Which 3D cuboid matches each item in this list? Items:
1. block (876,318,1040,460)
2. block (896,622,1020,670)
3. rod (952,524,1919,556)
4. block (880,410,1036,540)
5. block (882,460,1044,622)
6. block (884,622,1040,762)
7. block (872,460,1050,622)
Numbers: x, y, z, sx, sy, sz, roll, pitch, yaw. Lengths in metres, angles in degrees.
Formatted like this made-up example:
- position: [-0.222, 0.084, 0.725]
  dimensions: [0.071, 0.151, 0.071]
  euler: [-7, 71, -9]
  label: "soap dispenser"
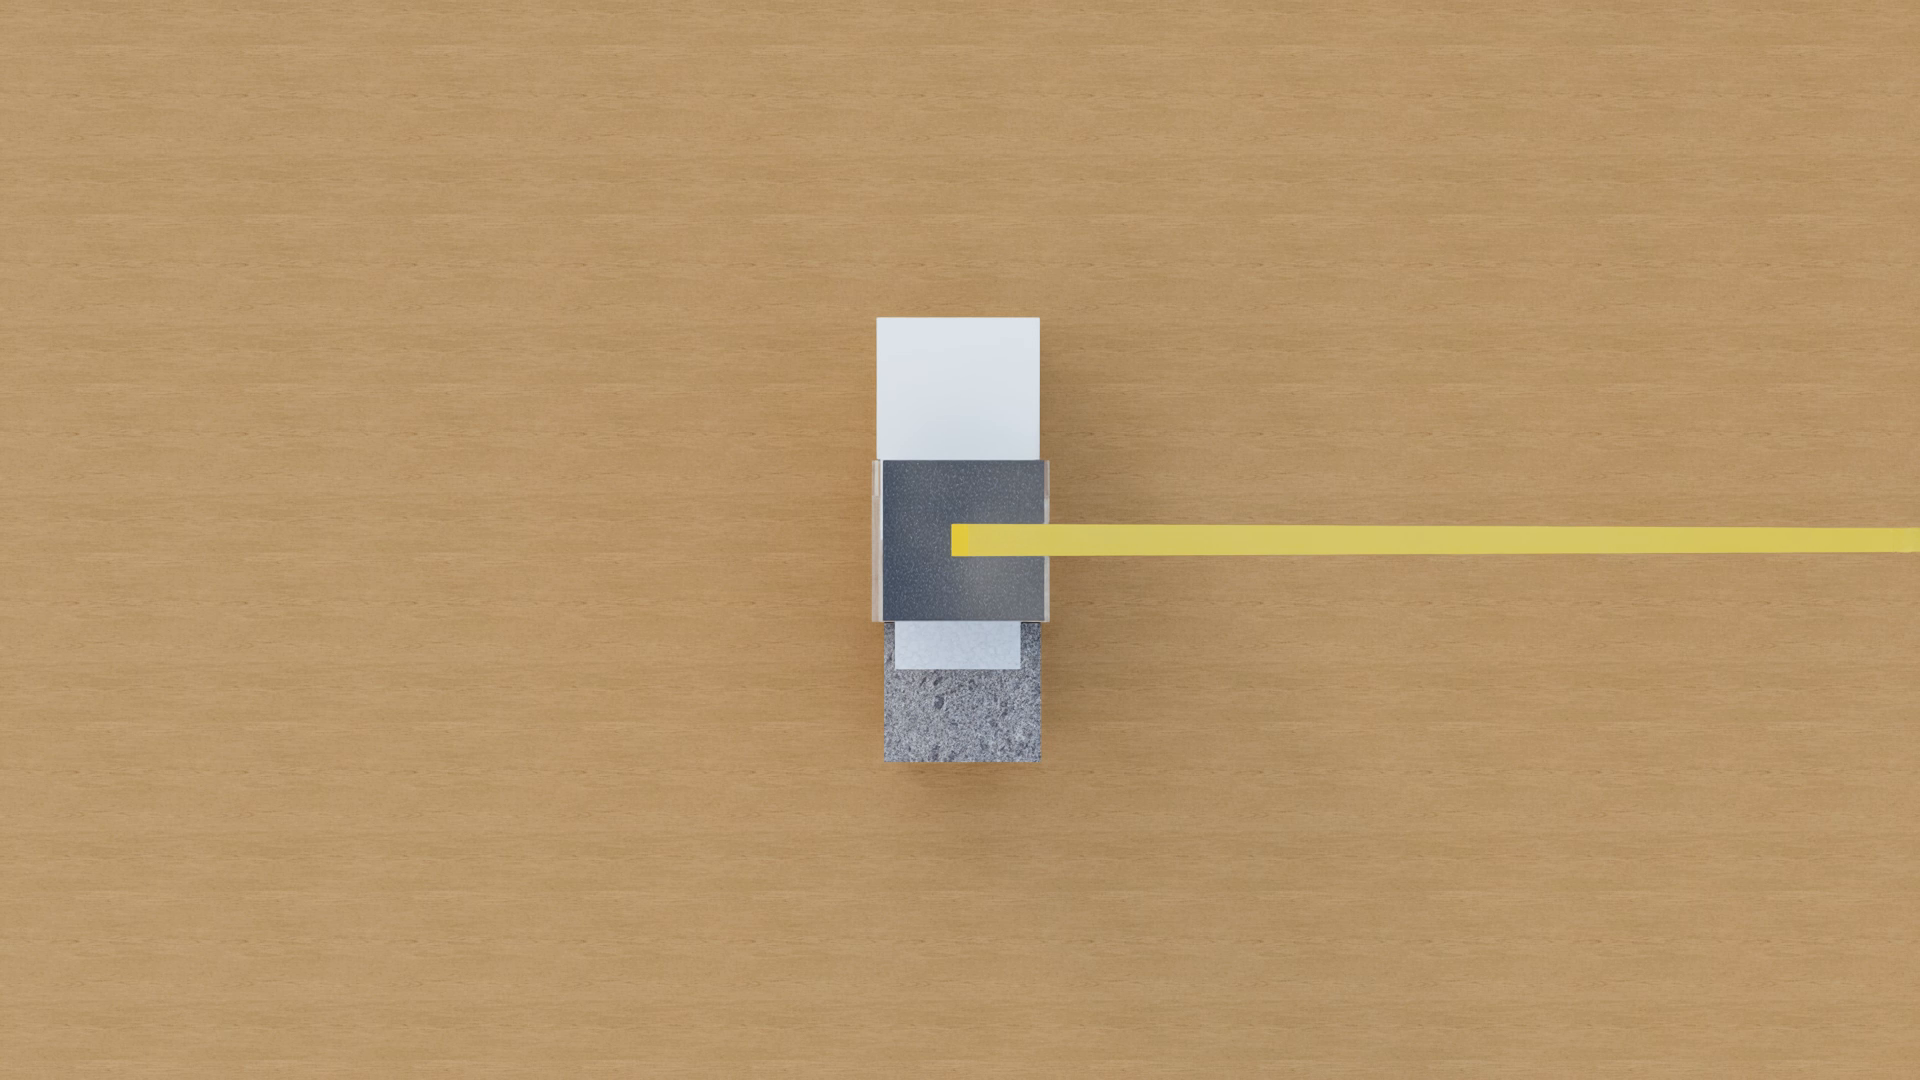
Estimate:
- position: [-0.010, -0.834, 12.549]
  dimensions: [0.894, 0.902, 0.778]
  euler: [0, 90, 0]
  label: "block"
- position: [-0.011, 0.334, 11.649]
  dimensions: [0.641, 0.758, 0.656]
  euler: [0, 90, 0]
  label: "block"
- position: [2.212, 0.000, 6.887]
  dimensions: [5.200, 0.080, 0.080]
  euler: [0, 90, -32]
  label: "rod"
- position: [-0.009, -0.333, 11.622]
  dimensions: [0.790, 0.813, 0.658]
  euler: [0, 90, 0]
  label: "block"
- position: [0.017, 0.001, 10.875]
  dimensions: [0.775, 0.681, 0.773]
  euler: [0, 90, 0]
  label: "block"
- position: [0.014, 0.840, 12.548]
  dimensions: [0.862, 0.904, 0.766]
  euler: [0, 90, 0]
  label: "block"
- position: [0.003, 0.006, 12.514]
  dimensions: [0.973, 0.972, 0.881]
  euler: [0, 90, 0]
  label: "block"
